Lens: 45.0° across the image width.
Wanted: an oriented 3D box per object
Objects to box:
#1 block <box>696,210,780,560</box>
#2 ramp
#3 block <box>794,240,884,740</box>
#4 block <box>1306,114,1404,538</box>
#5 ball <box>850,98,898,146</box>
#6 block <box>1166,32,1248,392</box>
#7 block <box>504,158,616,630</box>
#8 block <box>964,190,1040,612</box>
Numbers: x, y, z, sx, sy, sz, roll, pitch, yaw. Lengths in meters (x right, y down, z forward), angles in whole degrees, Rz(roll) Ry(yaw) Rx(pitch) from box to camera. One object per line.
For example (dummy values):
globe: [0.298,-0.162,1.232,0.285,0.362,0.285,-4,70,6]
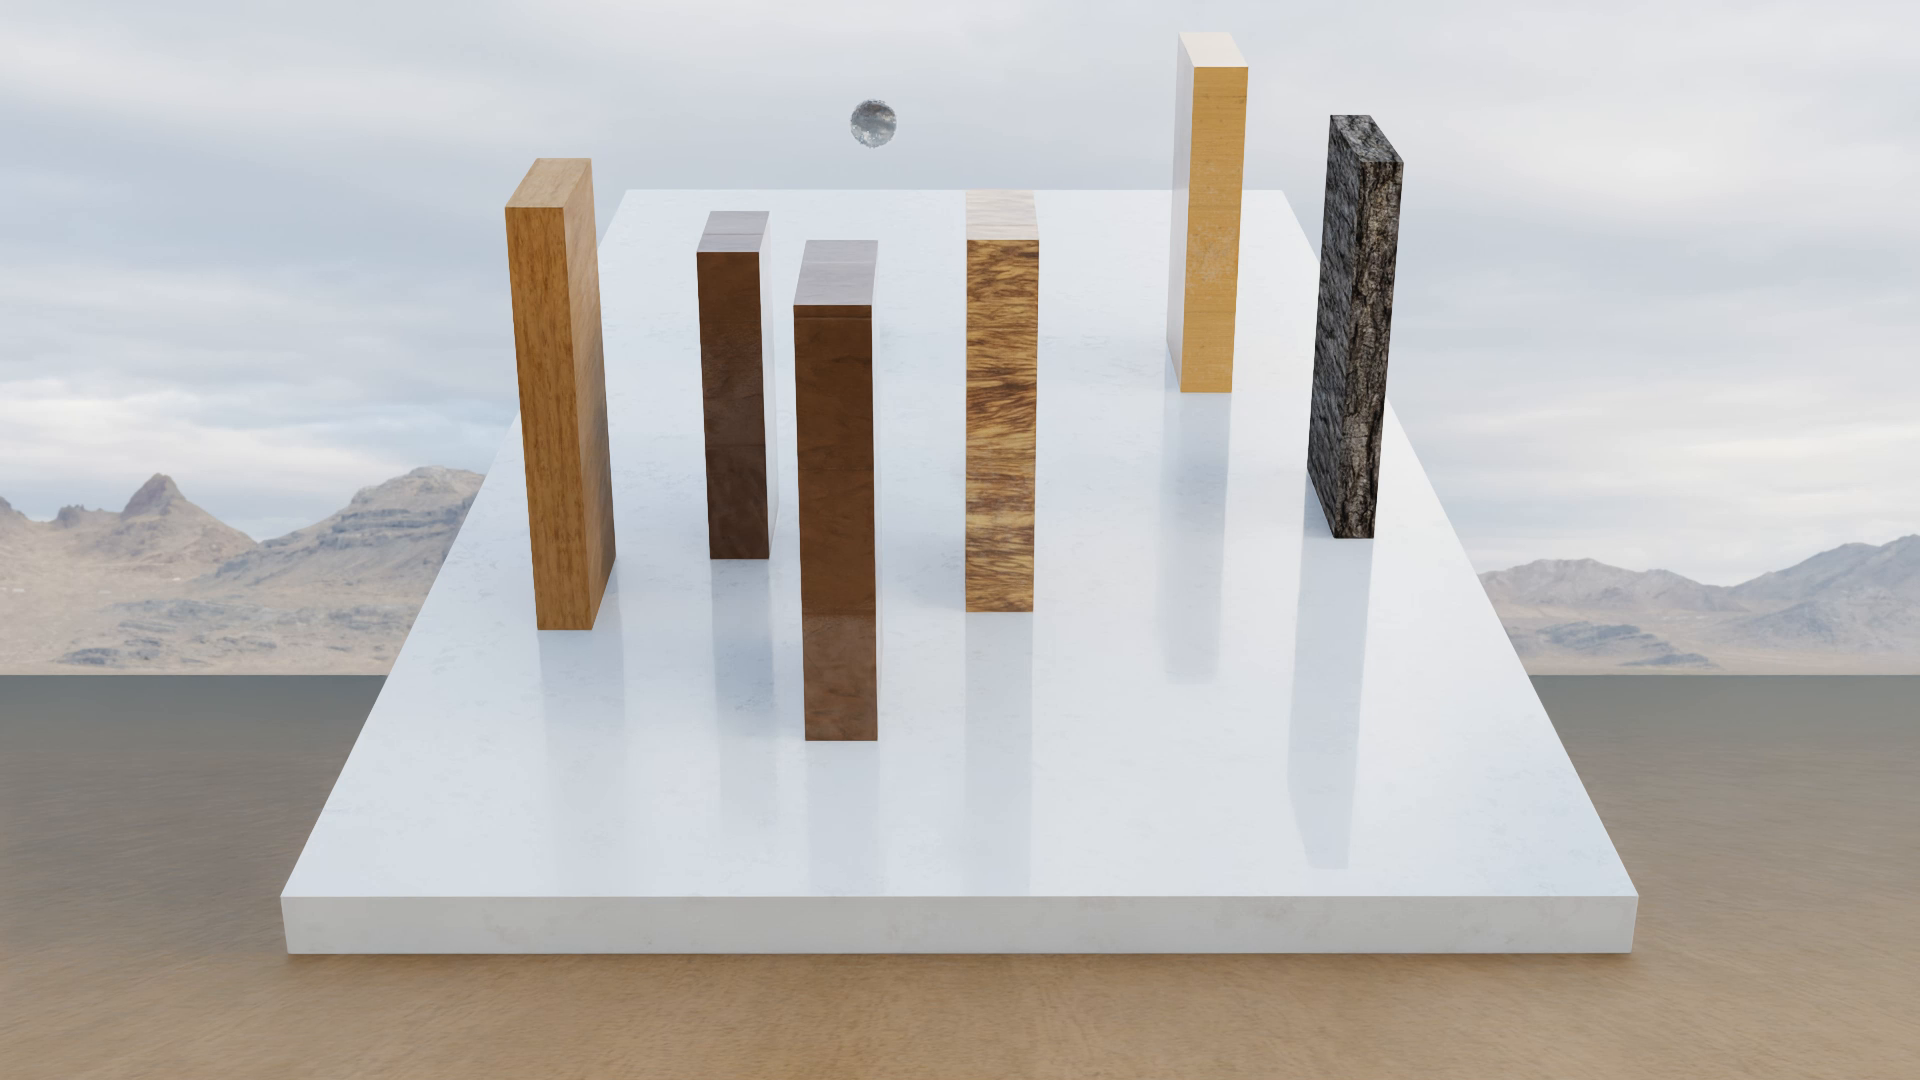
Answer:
block: [-0.431,-0.304,4.538,0.116,0.621,0.283,0,23,0]
ramp: [-0.008,-0.227,5.268,2.000,0.100,4.000,0,23,0]
block: [-0.197,-0.084,3.864,0.120,0.756,0.357,0,23,0]
block: [0.787,-0.431,4.654,0.080,0.766,0.384,0,23,0]
ball: [-0.251,-1.207,6.712,0.137,0.137,0.137,0,-3,0]
block: [0.575,-0.772,5.443,0.120,0.762,0.391,0,23,0]
block: [-0.722,-0.266,4.233,0.099,0.793,0.337,0,23,0]
block: [0.073,-0.261,4.323,0.126,0.715,0.337,0,23,0]
